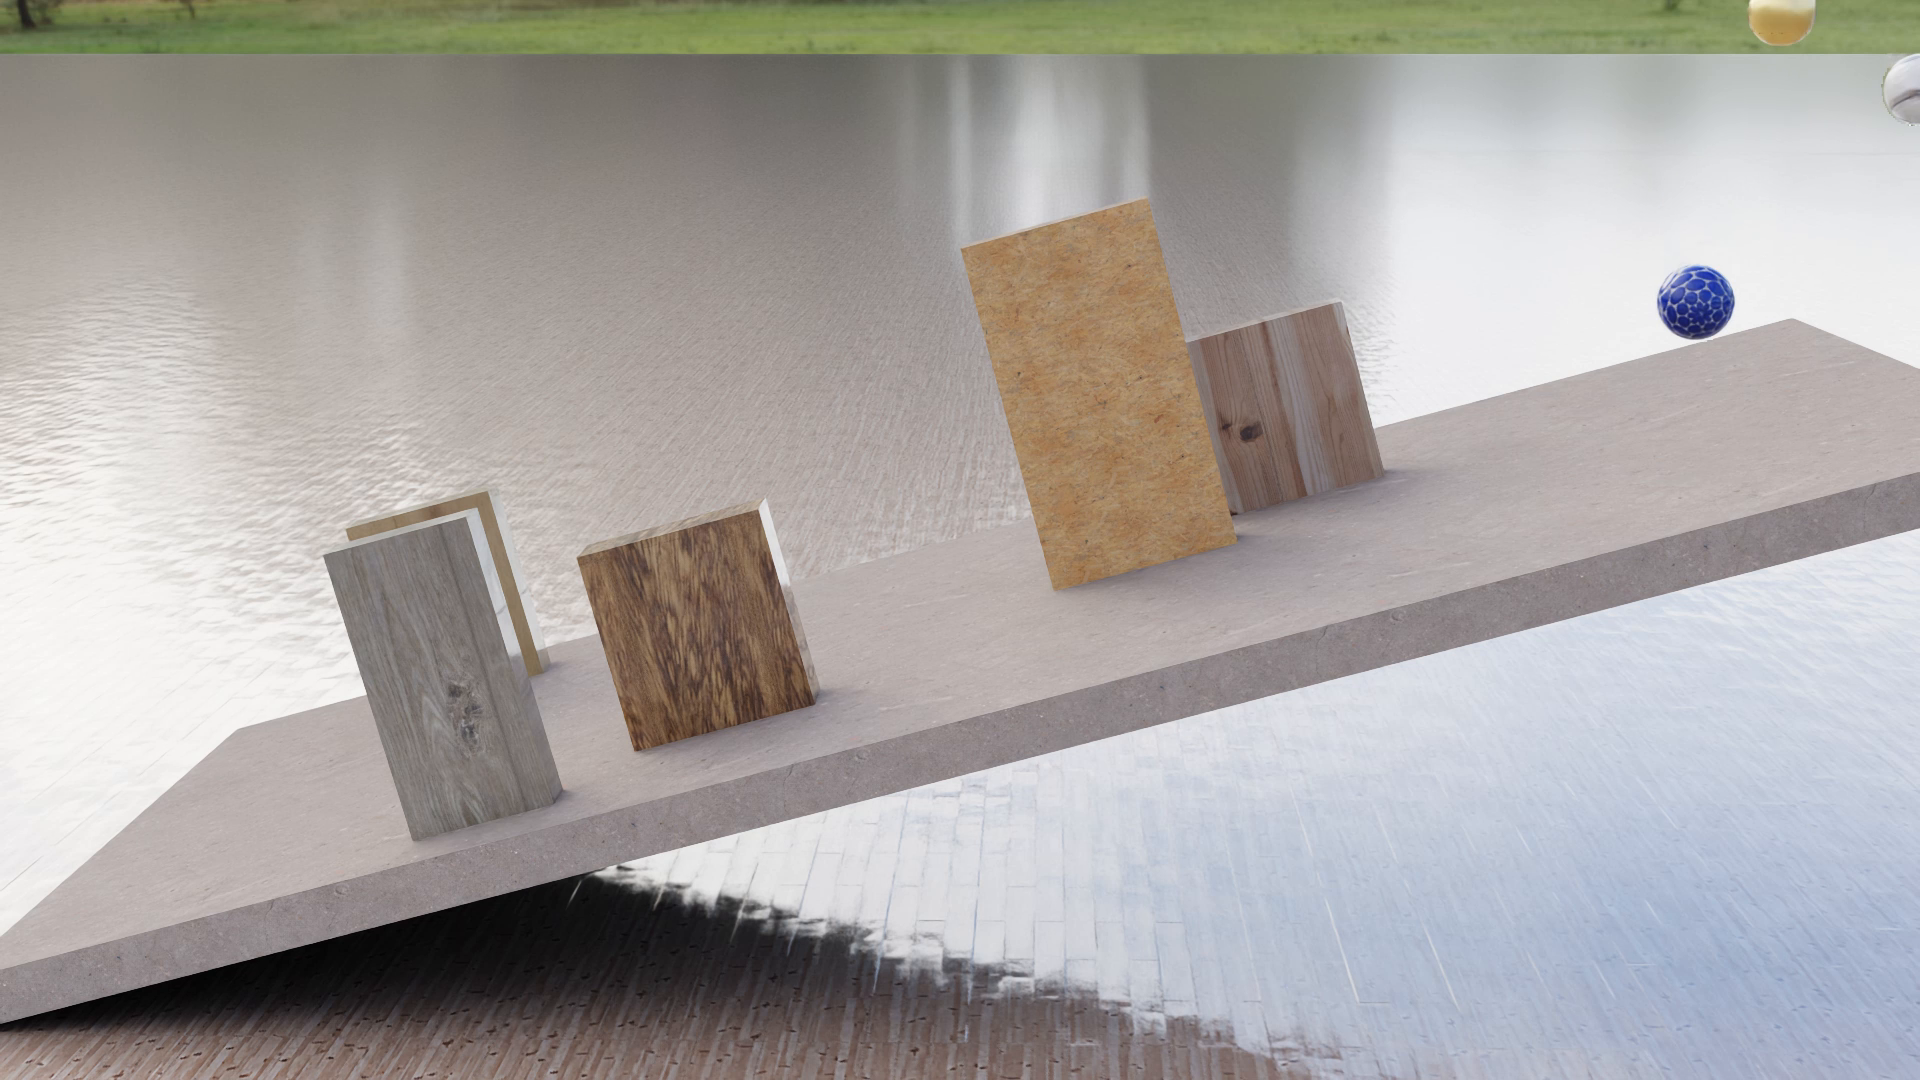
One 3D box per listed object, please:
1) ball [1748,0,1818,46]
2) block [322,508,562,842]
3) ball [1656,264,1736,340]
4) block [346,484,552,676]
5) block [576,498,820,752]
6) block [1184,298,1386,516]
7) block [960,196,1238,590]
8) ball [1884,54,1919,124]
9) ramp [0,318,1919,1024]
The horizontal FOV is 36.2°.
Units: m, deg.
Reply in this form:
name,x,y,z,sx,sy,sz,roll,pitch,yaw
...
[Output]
name,x,y,z,sx,sy,sz,roll,pitch,yaw
ball,1.729,-1.109,6.185,0.141,0.141,0.141,0,10,0
block,-0.980,0.255,5.594,0.282,0.573,0.108,-15,9,4
ball,1.503,-0.486,6.009,0.155,0.155,0.155,0,10,0
block,-1.226,0.136,7.059,0.355,0.457,0.114,-15,9,4
block,-0.519,0.168,5.872,0.373,0.406,0.144,-15,9,4
block,0.701,-0.292,6.599,0.409,0.404,0.089,-15,9,4
block,0.298,-0.311,6.272,0.406,0.758,0.098,-15,9,4
ball,1.890,-0.888,5.787,0.138,0.138,0.138,0,10,0
ramp,0.081,0.191,6.329,4.000,0.100,2.000,-15,9,4
